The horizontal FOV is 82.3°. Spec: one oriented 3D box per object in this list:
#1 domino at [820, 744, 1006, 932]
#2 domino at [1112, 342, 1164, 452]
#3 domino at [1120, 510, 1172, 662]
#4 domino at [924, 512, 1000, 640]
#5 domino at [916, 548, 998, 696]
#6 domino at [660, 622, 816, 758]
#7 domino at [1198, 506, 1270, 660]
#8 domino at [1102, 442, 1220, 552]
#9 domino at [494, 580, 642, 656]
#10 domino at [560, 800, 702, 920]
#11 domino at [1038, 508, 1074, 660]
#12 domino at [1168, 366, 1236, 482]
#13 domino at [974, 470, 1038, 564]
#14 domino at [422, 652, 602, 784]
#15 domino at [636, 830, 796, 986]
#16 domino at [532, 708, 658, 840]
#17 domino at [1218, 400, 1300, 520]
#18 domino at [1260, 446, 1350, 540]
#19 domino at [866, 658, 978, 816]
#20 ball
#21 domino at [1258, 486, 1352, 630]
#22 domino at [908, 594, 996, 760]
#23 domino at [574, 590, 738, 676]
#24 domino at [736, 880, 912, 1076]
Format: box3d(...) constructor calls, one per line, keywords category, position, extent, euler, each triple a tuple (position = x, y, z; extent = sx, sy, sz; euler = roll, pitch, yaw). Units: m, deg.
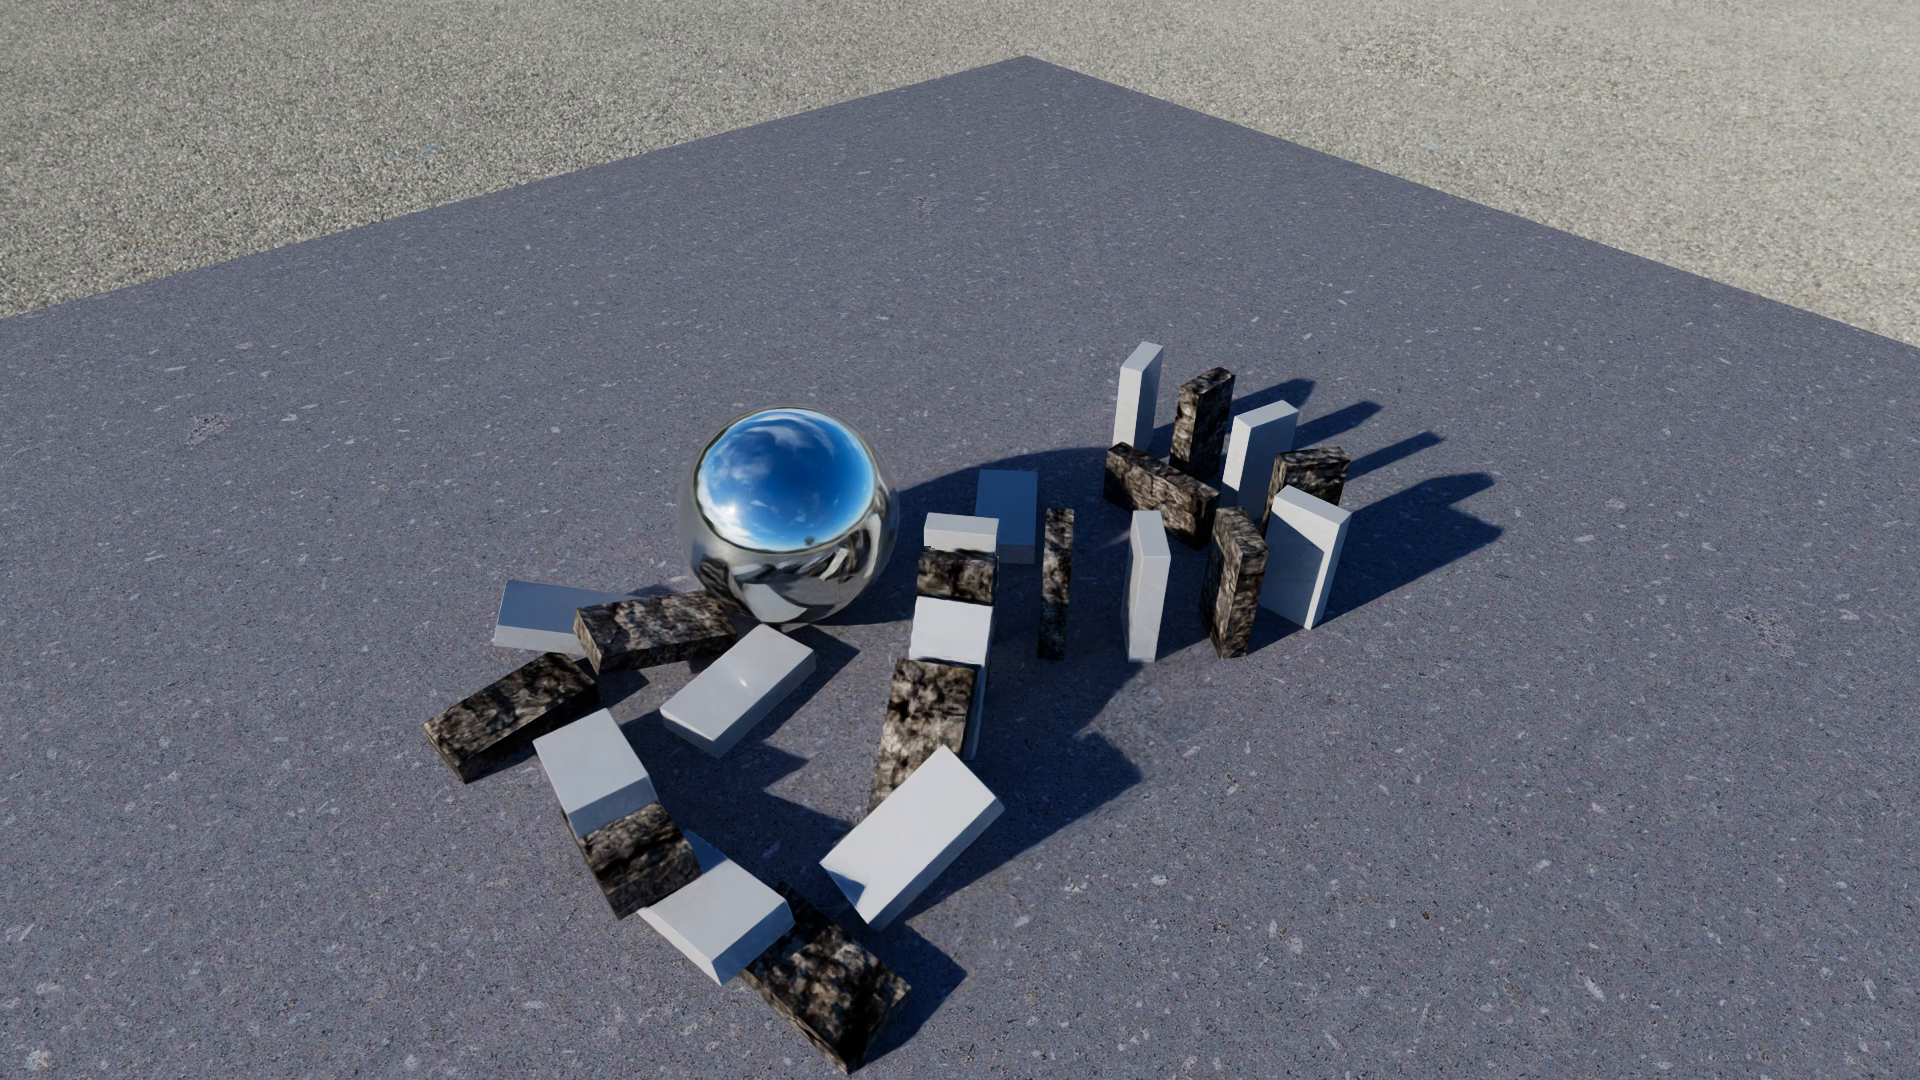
box3d(category="domino", position=(-0.014, 0.087, 0.322), extent=(0.050, 0.010, 0.025), euler=(-42, 52, -10))
box3d(category="domino", position=(0.078, -0.059, 0.483), extent=(0.010, 0.050, 0.025), euler=(20, 43, 22))
box3d(category="domino", position=(0.065, 0.017, 0.391), extent=(0.009, 0.050, 0.025), euler=(0, 39, 0))
box3d(category="domino", position=(0.001, 0.014, 0.395), extent=(0.025, 0.050, 0.009), euler=(5, 40, 6))
box3d(category="domino", position=(-0.002, 0.029, 0.375), extent=(0.025, 0.050, 0.009), euler=(8, 24, 9))
box3d(category="domino", position=(-0.076, 0.051, 0.381), extent=(0.025, 0.010, 0.050), euler=(23, 45, 26))
box3d(category="domino", position=(0.097, 0.016, 0.392), extent=(0.009, 0.050, 0.025), euler=(-6, 40, -8))
box3d(category="domino", position=(0.082, -0.019, 0.454), extent=(0.009, 0.025, 0.050), euler=(-32, 49, -33))
box3d(category="domino", position=(-0.138, 0.029, 0.395), extent=(0.050, 0.009, 0.025), euler=(9, 34, -19))
box3d(category="domino", position=(-0.098, 0.088, 0.324), extent=(0.025, 0.009, 0.050), euler=(-25, 28, -26))
box3d(category="domino", position=(0.034, 0.016, 0.392), extent=(0.009, 0.050, 0.025), euler=(4, 39, 4))
box3d(category="domino", position=(0.102, -0.046, 0.468), extent=(0.025, 0.050, 0.009), euler=(-30, 48, -32))
box3d(category="domino", position=(0.019, -0.010, 0.456), extent=(0.025, 0.010, 0.050), euler=(3, 39, 3))
box3d(category="domino", position=(-0.151, 0.058, 0.372), extent=(0.025, 0.010, 0.050), euler=(31, 49, 32))
box3d(category="domino", position=(-0.072, 0.102, 0.309), extent=(0.050, 0.010, 0.025), euler=(16, 39, 43))
box3d(category="domino", position=(-0.115, 0.072, 0.344), extent=(0.025, 0.009, 0.050), euler=(-24, 28, -24))
box3d(category="domino", position=(0.121, -0.030, 0.449), extent=(0.025, 0.050, 0.009), euler=(-20, 43, -22))
box3d(category="domino", position=(0.132, -0.012, 0.426), extent=(0.025, 0.050, 0.009), euler=(-6, 40, -8))
box3d(category="domino", position=(-0.012, 0.064, 0.345), extent=(0.025, 0.010, 0.050), euler=(8, 73, 9))
box3d(category="ball", position=(-0.062, -0.009, 0.399), extent=(0.080, 0.080, 0.080), euler=(0, 39, 0))
box3d(category="domino", position=(0.124, 0.007, 0.403), extent=(0.025, 0.050, 0.009), euler=(29, 48, 31))
box3d(category="domino", position=(-0.004, 0.045, 0.361), extent=(0.025, 0.050, 0.009), euler=(8, 0, 9))
box3d(category="domino", position=(-0.108, 0.032, 0.390), extent=(0.050, 0.009, 0.025), euler=(-8, 42, -38))
box3d(category="domino", position=(-0.040, 0.118, 0.299), extent=(0.050, 0.009, 0.025), euler=(28, 47, 30))
